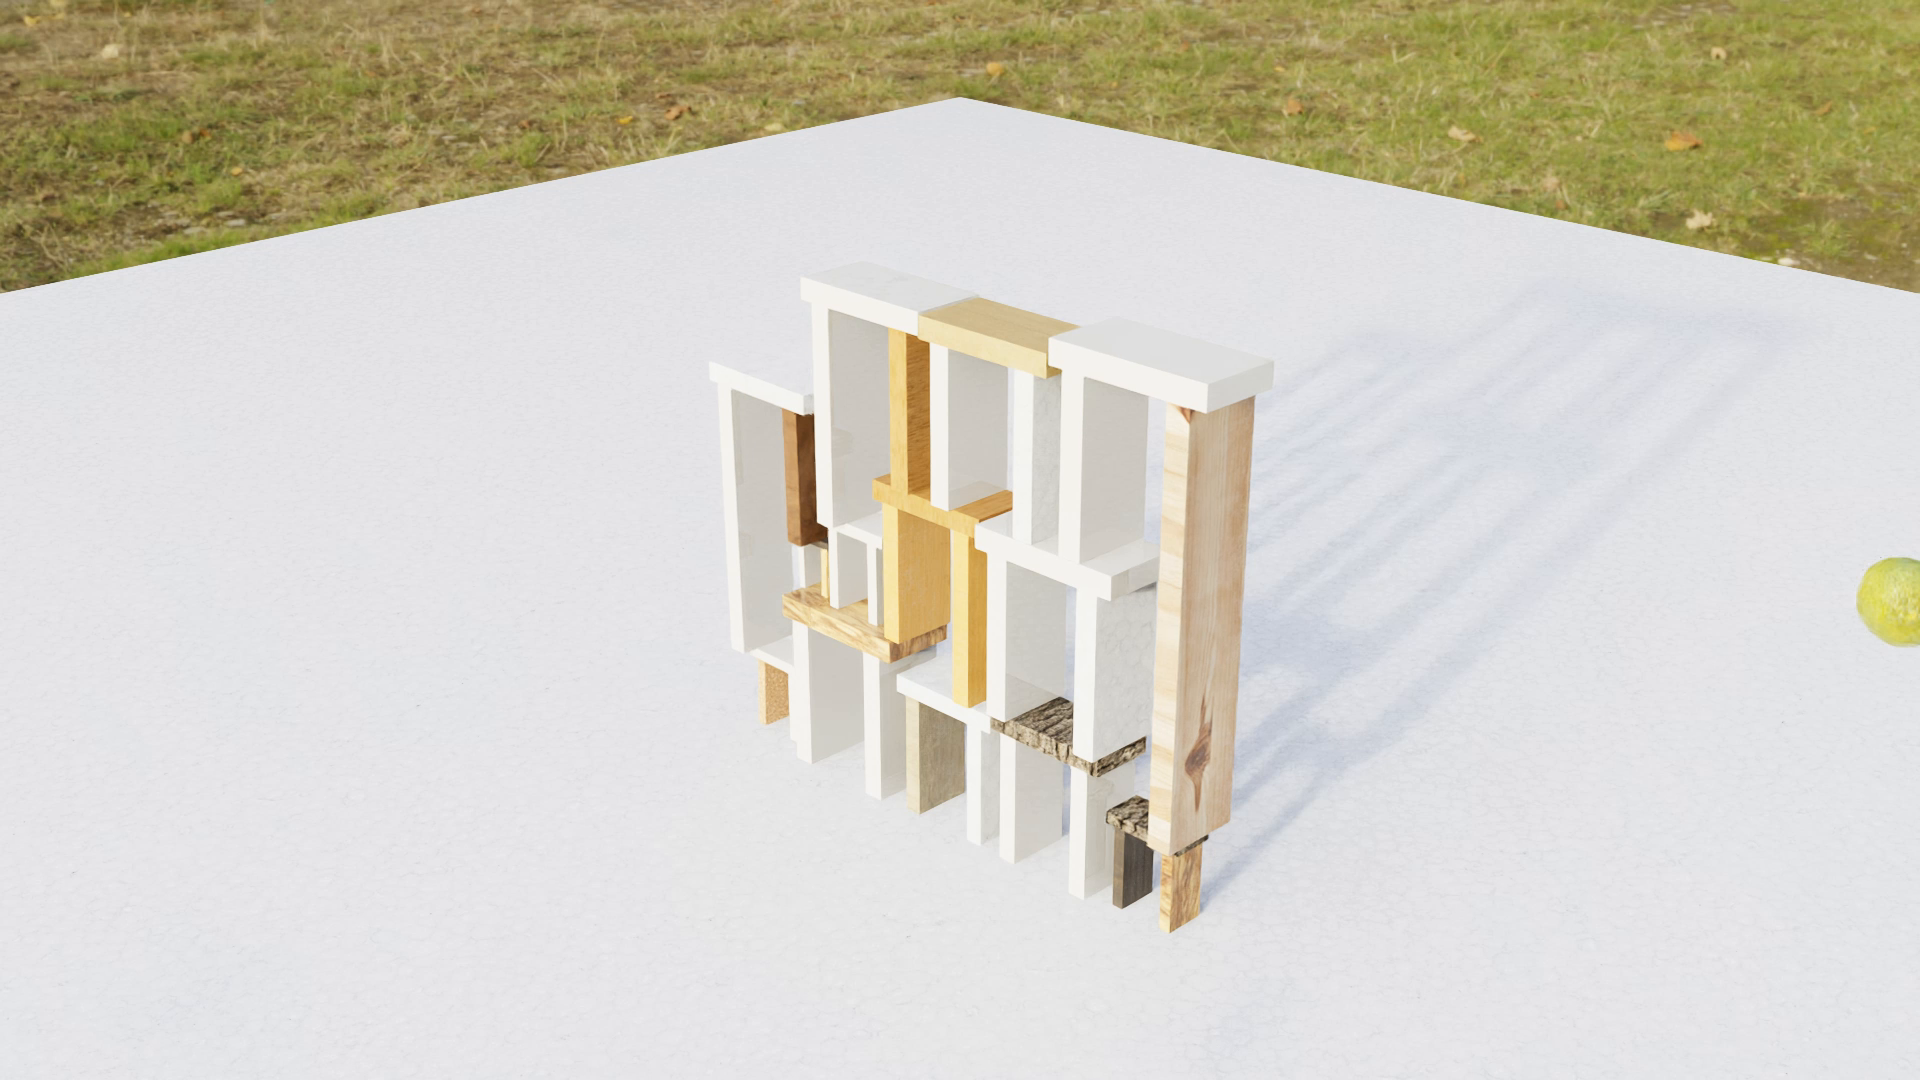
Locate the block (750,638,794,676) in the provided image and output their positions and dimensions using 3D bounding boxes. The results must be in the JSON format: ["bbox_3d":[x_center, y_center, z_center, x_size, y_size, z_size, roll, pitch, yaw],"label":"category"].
[{"bbox_3d":[-0.370,0.249,4.734,0.079,0.022,0.157,-21,30,-40],"label":"block"}]

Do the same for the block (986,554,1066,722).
[{"bbox_3d":[0.127,0.161,4.154,0.167,0.334,0.047,-21,31,-41],"label":"block"}]

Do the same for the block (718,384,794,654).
[{"bbox_3d":[-0.429,-0.059,4.663,0.146,0.601,0.041,-21,30,-40],"label":"block"}]

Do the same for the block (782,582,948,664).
[{"bbox_3d":[-0.197,0.158,4.506,0.322,0.046,0.161,21,31,41],"label":"block"}]

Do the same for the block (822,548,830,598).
[{"bbox_3d":[-0.260,0.061,4.538,0.053,0.106,0.015,-19,31,-37],"label":"block"}]

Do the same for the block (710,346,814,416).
[{"bbox_3d":[-0.361,-0.327,4.476,0.146,0.041,0.292,-22,32,-40],"label":"block"}]

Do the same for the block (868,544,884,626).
[{"bbox_3d":[-0.145,0.078,4.413,0.024,0.173,0.086,21,31,41],"label":"block"}]

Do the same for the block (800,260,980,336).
[{"bbox_3d":[-0.135,-0.462,4.177,0.162,0.046,0.323,-21,31,-41],"label":"block"}]

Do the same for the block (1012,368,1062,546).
[{"bbox_3d":[0.168,-0.168,3.966,0.160,0.324,0.045,-21,31,-40],"label":"block"}]

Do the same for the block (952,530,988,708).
[{"bbox_3d":[0.052,0.134,4.228,0.144,0.362,0.041,-21,31,-41],"label":"block"}]

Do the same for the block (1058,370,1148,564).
[{"bbox_3d":[0.255,-0.149,3.889,0.175,0.350,0.050,-21,31,-41],"label":"block"}]

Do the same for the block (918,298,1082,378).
[{"bbox_3d":[0.093,-0.367,3.963,0.320,0.045,0.160,21,31,41],"label":"block"}]

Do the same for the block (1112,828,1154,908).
[{"bbox_3d":[0.326,0.598,4.129,0.024,0.173,0.086,21,31,41],"label":"block"}]

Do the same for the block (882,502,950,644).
[{"bbox_3d":[-0.084,0.047,4.339,0.041,0.289,0.144,21,31,41],"label":"block"}]

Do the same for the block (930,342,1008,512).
[{"bbox_3d":[0.018,-0.229,4.104,0.045,0.320,0.160,21,31,40],"label":"block"}]

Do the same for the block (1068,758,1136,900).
[{"bbox_3d":[0.269,0.531,4.160,0.039,0.274,0.137,21,31,41],"label":"block"}]

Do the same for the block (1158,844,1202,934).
[{"bbox_3d":[0.407,0.631,4.053,0.024,0.173,0.086,21,31,41],"label":"block"}]

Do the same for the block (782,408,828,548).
[{"bbox_3d":[-0.287,-0.146,4.478,0.146,0.292,0.041,-21,31,-40],"label":"block"}]

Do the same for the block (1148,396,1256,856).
[{"bbox_3d":[0.418,0.145,3.831,0.050,0.846,0.175,22,31,40],"label":"block"}]

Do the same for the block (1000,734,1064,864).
[{"bbox_3d":[0.140,0.480,4.279,0.039,0.274,0.137,21,31,41],"label":"block"}]

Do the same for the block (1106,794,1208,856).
[{"bbox_3d":[0.363,0.525,4.049,0.173,0.024,0.086,21,31,40],"label":"block"}]

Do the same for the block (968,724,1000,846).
[{"bbox_3d":[0.073,0.462,4.342,0.037,0.258,0.129,21,31,41],"label":"block"}]

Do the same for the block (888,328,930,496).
[{"bbox_3d":[-0.059,-0.262,4.178,0.046,0.323,0.162,21,31,41],"label":"block"}]

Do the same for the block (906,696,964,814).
[{"bbox_3d":[-0.049,0.414,4.454,0.037,0.258,0.129,21,31,41],"label":"block"}]

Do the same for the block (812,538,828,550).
[{"bbox_3d":[-0.284,-0.005,4.538,0.053,0.015,0.106,-22,31,-40],"label":"block"}]

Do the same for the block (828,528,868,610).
[{"bbox_3d":[-0.226,0.047,4.488,0.086,0.173,0.024,-21,31,-41],"label":"block"}]

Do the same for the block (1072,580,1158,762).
[{"bbox_3d":[0.283,0.223,4.008,0.167,0.334,0.047,-21,31,-41],"label":"block"}]

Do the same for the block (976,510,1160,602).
[{"bbox_3d":[0.205,0.016,4.007,0.167,0.047,0.334,-21,31,-40],"label":"block"}]

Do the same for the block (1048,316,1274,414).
[{"bbox_3d":[0.339,-0.301,3.735,0.175,0.050,0.350,-21,31,-41],"label":"block"}]

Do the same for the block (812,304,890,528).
[{"bbox_3d":[-0.212,-0.261,4.346,0.046,0.456,0.162,21,31,41],"label":"block"}]

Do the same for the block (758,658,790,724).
[{"bbox_3d":[-0.403,0.318,4.806,0.079,0.157,0.022,-19,29,-41],"label":"block"}]

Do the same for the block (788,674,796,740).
[{"bbox_3d":[-0.330,0.349,4.737,0.079,0.158,0.022,-21,31,-41],"label":"block"}]

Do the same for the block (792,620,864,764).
[{"bbox_3d":[-0.273,0.297,4.648,0.046,0.322,0.161,21,31,41],"label":"block"}]

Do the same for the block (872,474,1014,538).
[{"bbox_3d":[-0.016,-0.079,4.212,0.289,0.041,0.144,21,31,41],"label":"block"}]

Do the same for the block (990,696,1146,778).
[{"bbox_3d":[0.203,0.362,4.157,0.137,0.039,0.274,-21,31,-40],"label":"block"}]

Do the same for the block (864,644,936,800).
[{"bbox_3d":[-0.121,0.357,4.508,0.046,0.322,0.161,21,31,41],"label":"block"}]

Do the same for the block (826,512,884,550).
[{"bbox_3d":[-0.185,-0.028,4.412,0.173,0.024,0.086,21,31,41],"label":"block"}]

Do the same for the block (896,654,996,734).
[{"bbox_3d":[0.011,0.302,4.340,0.258,0.037,0.129,21,31,41],"label":"block"}]

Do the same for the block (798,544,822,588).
[{"bbox_3d":[-0.310,0.042,4.584,0.053,0.106,0.015,-21,30,-41],"label":"block"}]
